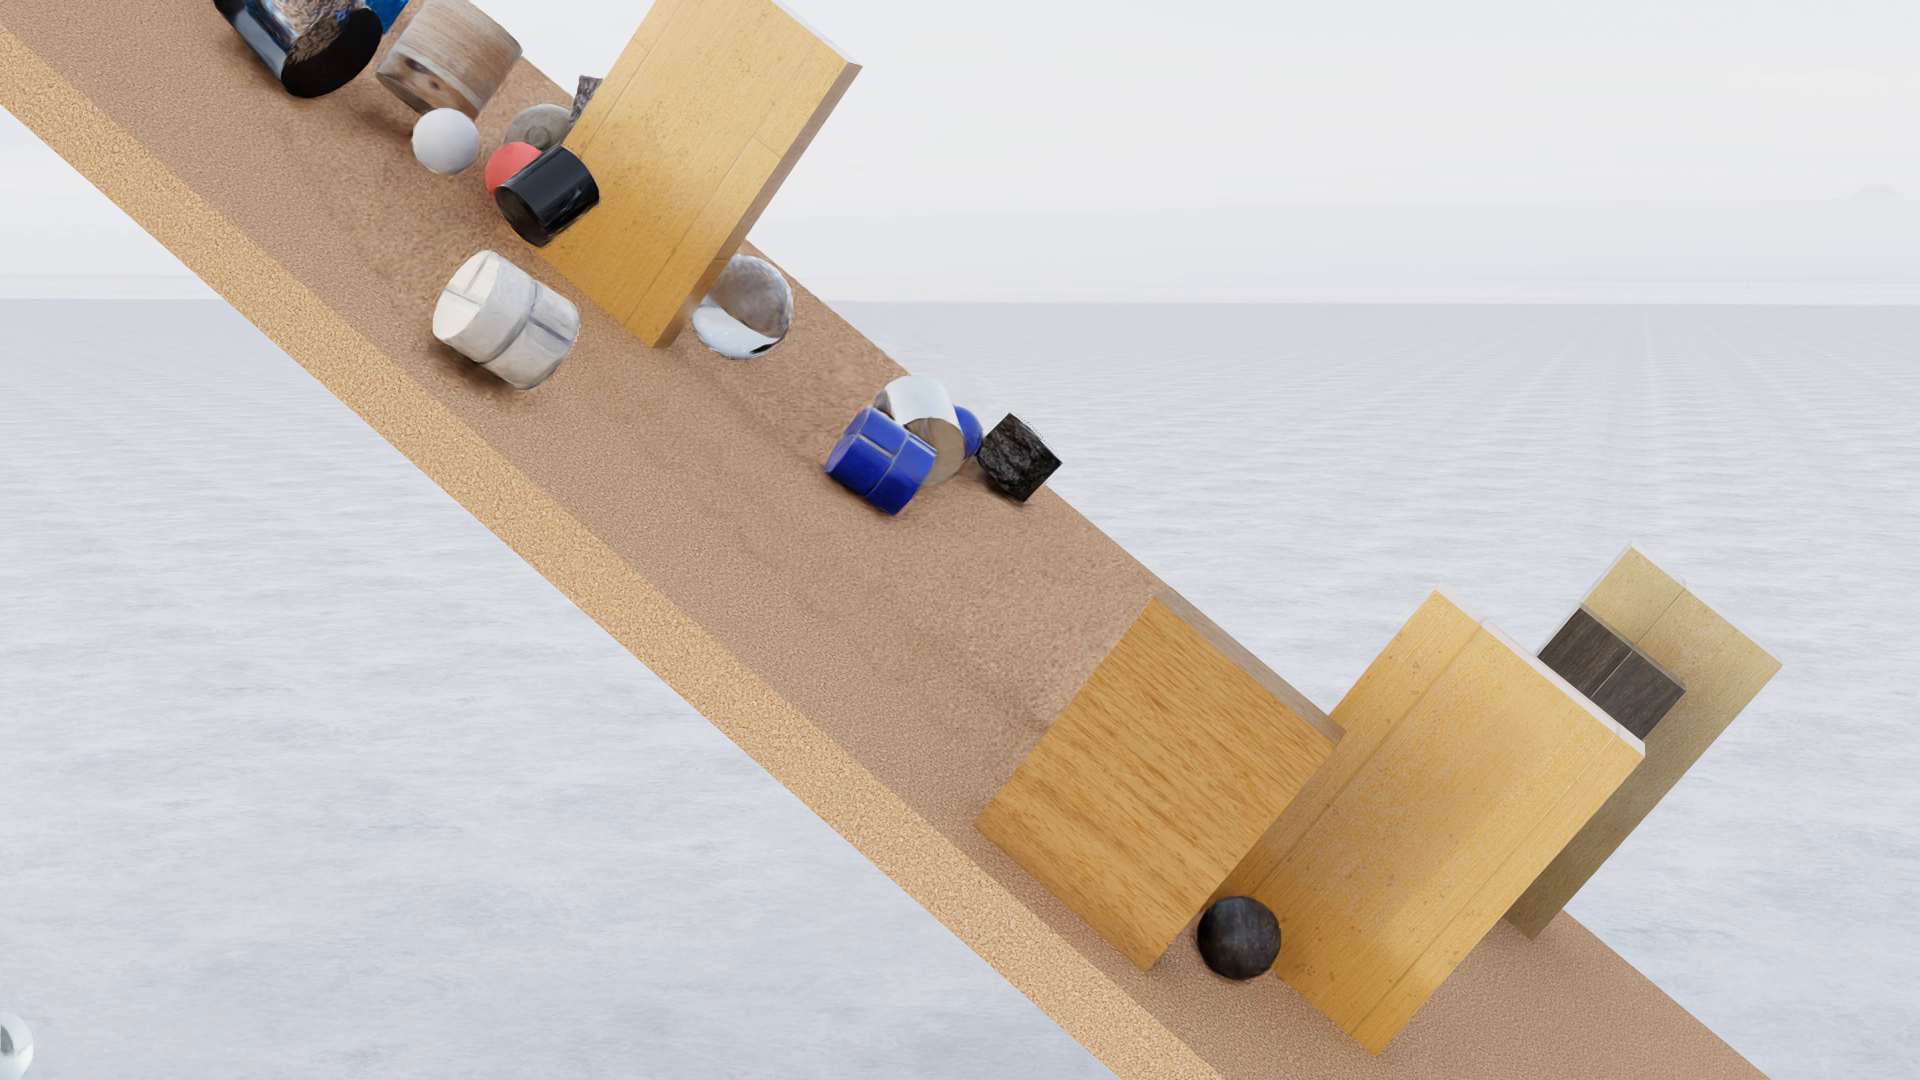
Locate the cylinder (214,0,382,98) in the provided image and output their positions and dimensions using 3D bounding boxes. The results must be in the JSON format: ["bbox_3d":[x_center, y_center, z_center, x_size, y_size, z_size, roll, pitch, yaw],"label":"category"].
[{"bbox_3d":[-1.186,-0.943,3.939,0.210,0.210,0.210,48,23,13],"label":"cylinder"}]

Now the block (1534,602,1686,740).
[{"bbox_3d":[1.077,0.433,4.188,0.243,0.615,0.081,40,16,9],"label":"block"}]

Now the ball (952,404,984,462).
[{"bbox_3d":[-0.014,-0.221,4.605,0.125,0.125,0.125,0,7,0],"label":"ball"}]

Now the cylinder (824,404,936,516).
[{"bbox_3d":[-0.147,-0.147,4.067,0.149,0.149,0.149,34,0,-12],"label":"cylinder"}]

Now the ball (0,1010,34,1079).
[{"bbox_3d":[-2.199,1.158,4.988,0.185,0.185,0.185,0,7,0],"label":"ball"}]

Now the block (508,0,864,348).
[{"bbox_3d":[-0.506,-0.712,4.001,0.362,0.635,0.081,40,16,9],"label":"block"}]

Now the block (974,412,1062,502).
[{"bbox_3d":[0.122,-0.176,4.721,0.121,0.121,0.121,48,7,23],"label":"block"}]

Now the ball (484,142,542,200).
[{"bbox_3d":[-0.827,-0.682,4.117,0.124,0.124,0.124,0,7,0],"label":"ball"}]

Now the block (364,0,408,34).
[{"bbox_3d":[-1.245,-1.223,4.597,0.195,0.195,0.195,28,20,-36],"label":"block"}]

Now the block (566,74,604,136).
[{"bbox_3d":[-0.654,-0.782,4.281,0.174,0.174,0.174,12,-2,3],"label":"block"}]

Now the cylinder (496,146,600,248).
[{"bbox_3d":[-0.704,-0.587,3.758,0.125,0.125,0.125,-44,29,-25],"label":"cylinder"}]

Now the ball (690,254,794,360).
[{"bbox_3d":[-0.421,-0.449,4.239,0.200,0.200,0.200,0,7,0],"label":"ball"}]

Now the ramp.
[{"bbox_3d":[-0.041,0.098,4.059,4.000,0.100,2.000,40,16,9],"label":"ramp"}]

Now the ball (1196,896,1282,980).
[{"bbox_3d":[0.411,0.586,3.239,0.123,0.123,0.123,0,7,0],"label":"ball"}]

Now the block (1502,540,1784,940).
[{"bbox_3d":[1.249,0.402,4.416,0.361,0.739,0.140,40,16,9],"label":"block"}]

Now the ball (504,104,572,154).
[{"bbox_3d":[-0.823,-0.783,4.381,0.168,0.168,0.168,0,7,0],"label":"ball"}]

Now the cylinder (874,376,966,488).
[{"bbox_3d":[-0.081,-0.215,4.325,0.160,0.160,0.160,-1,35,-11],"label":"cylinder"}]

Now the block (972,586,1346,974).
[{"bbox_3d":[0.279,0.337,3.099,0.318,0.428,0.108,40,16,9],"label":"block"}]

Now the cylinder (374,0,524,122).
[{"bbox_3d":[-0.960,-0.897,4.133,0.197,0.197,0.197,33,-6,4],"label":"cylinder"}]

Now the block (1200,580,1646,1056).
[{"bbox_3d":[0.684,0.427,3.358,0.385,0.620,0.096,40,16,9],"label":"block"}]

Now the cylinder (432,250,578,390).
[{"bbox_3d":[-0.691,-0.334,3.350,0.156,0.156,0.156,34,-16,-37],"label":"cylinder"}]

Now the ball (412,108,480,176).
[{"bbox_3d":[-0.909,-0.704,3.889,0.117,0.117,0.117,0,7,0],"label":"ball"}]
